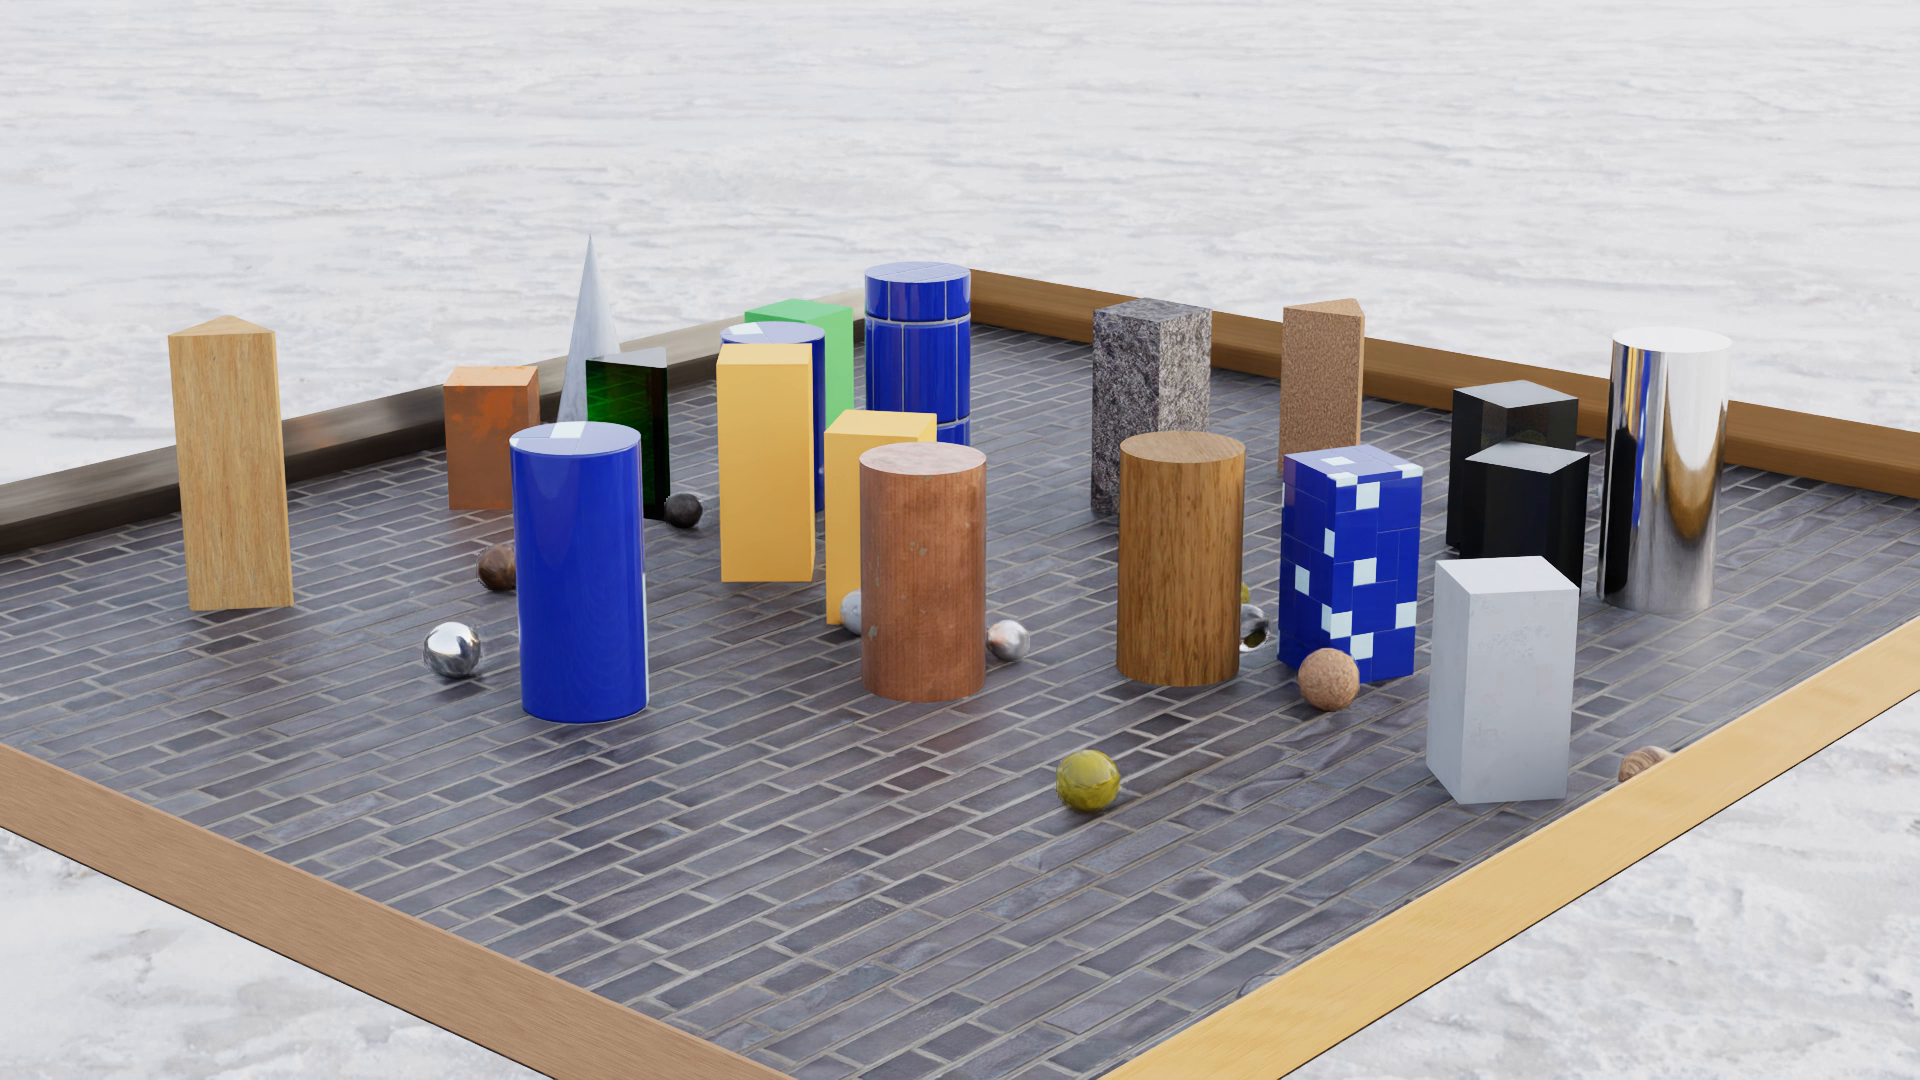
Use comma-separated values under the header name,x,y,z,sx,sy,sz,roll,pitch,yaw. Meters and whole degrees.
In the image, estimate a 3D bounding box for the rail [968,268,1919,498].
name,x,y,z,sx,sy,sz,roll,pitch,yaw
rail,1.092,-0.330,6.324,2.960,0.129,0.045,14,22,39

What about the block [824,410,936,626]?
name,x,y,z,sx,sy,sz,roll,pitch,yaw
block,-0.133,-0.036,4.994,0.159,0.336,0.159,3,17,10

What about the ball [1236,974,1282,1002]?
name,x,y,z,sx,sy,sz,roll,pitch,yaw
ball,0.365,0.554,3.482,0.077,0.077,0.077,0,17,0

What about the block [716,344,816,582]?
name,x,y,z,sx,sy,sz,roll,pitch,yaw
block,-0.344,-0.139,5.230,0.159,0.396,0.159,0,17,0

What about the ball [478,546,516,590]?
name,x,y,z,sx,sy,sz,roll,pitch,yaw
ball,-0.809,0.049,5.159,0.077,0.077,0.077,0,17,0

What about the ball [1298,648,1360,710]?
name,x,y,z,sx,sy,sz,roll,pitch,yaw
ball,0.574,0.216,4.570,0.096,0.096,0.096,0,17,0

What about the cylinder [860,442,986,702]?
name,x,y,z,sx,sy,sz,roll,pitch,yaw
cylinder,-0.058,0.049,4.650,0.199,0.371,0.199,0,17,0

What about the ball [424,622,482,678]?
name,x,y,z,sx,sy,sz,roll,pitch,yaw
ball,-0.816,0.177,4.711,0.091,0.091,0.091,0,17,0

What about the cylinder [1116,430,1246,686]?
name,x,y,z,sx,sy,sz,roll,pitch,yaw
cylinder,0.354,0.028,4.721,0.199,0.370,0.199,0,17,0

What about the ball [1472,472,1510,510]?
name,x,y,z,sx,sy,sz,roll,pitch,yaw
ball,1.024,-0.094,5.646,0.070,0.070,0.070,0,17,0

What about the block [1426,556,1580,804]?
name,x,y,z,sx,sy,sz,roll,pitch,yaw
block,0.782,0.201,4.240,0.159,0.316,0.159,-3,17,-8

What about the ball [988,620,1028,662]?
name,x,y,z,sx,sy,sz,roll,pitch,yaw
ball,0.079,0.165,4.792,0.067,0.067,0.067,0,17,0

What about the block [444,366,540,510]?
name,x,y,z,sx,sy,sz,roll,pitch,yaw
block,-0.904,-0.199,5.690,0.159,0.246,0.159,0,17,0

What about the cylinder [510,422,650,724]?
name,x,y,z,sx,sy,sz,roll,pitch,yaw
cylinder,-0.588,0.050,4.545,0.199,0.430,0.199,0,17,0

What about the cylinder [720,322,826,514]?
name,x,y,z,sx,sy,sz,roll,pitch,yaw
cylinder,-0.357,-0.231,5.629,0.199,0.342,0.199,0,17,0

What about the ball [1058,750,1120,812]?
name,x,y,z,sx,sy,sz,roll,pitch,yaw
ball,0.183,0.342,4.165,0.089,0.089,0.089,0,17,0

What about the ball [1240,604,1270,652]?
name,x,y,z,sx,sy,sz,roll,pitch,yaw
ball,0.472,0.145,4.837,0.079,0.079,0.079,0,17,0

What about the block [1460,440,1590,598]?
name,x,y,z,sx,sy,sz,roll,pitch,yaw
block,0.974,-0.020,5.072,0.159,0.259,0.159,12,20,34

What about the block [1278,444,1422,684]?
name,x,y,z,sx,sy,sz,roll,pitch,yaw
block,0.626,0.040,4.720,0.159,0.347,0.159,-8,18,-24

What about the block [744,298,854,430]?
name,x,y,z,sx,sy,sz,roll,pitch,yaw
block,-0.333,-0.342,6.103,0.159,0.282,0.159,11,20,33

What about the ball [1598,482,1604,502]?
name,x,y,z,sx,sy,sz,roll,pitch,yaw
ball,1.263,-0.091,5.638,0.069,0.069,0.069,0,17,0

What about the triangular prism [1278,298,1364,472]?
name,x,y,z,sx,sy,sz,roll,pitch,yaw
triangular prism,0.753,-0.306,5.888,0.173,0.338,0.150,10,19,29

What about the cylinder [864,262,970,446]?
name,x,y,z,sx,sy,sz,roll,pitch,yaw
cylinder,-0.080,-0.278,5.562,0.199,0.470,0.199,0,17,0

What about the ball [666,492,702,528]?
name,x,y,z,sx,sy,sz,roll,pitch,yaw
ball,-0.520,-0.055,5.520,0.069,0.069,0.069,0,17,0

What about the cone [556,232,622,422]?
name,x,y,z,sx,sy,sz,roll,pitch,yaw
cone,-0.740,-0.394,5.942,0.199,0.473,0.199,0,17,0

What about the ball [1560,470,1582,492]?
name,x,y,z,sx,sy,sz,roll,pitch,yaw
ball,1.202,-0.115,5.765,0.042,0.042,0.042,0,17,0

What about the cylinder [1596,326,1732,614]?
name,x,y,z,sx,sy,sz,roll,pitch,yaw
cylinder,1.213,-0.122,5.061,0.199,0.460,0.199,0,17,0

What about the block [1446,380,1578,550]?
name,x,y,z,sx,sy,sz,roll,pitch,yaw
block,1.007,-0.124,5.356,0.159,0.295,0.159,-8,19,-26

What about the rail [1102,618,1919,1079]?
name,x,y,z,sx,sy,sz,roll,pitch,yaw
rail,1.099,0.308,4.206,0.045,0.129,3.380,14,22,39

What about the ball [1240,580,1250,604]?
name,x,y,z,sx,sy,sz,roll,pitch,yaw
ball,0.449,0.099,4.976,0.087,0.087,0.087,0,17,0

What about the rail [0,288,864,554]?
name,x,y,z,sx,sy,sz,roll,pitch,yaw
rail,-1.099,-0.243,6.034,0.045,0.129,3.380,14,22,39

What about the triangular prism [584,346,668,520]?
name,x,y,z,sx,sy,sz,roll,pitch,yaw
triangular prism,-0.602,-0.209,5.631,0.173,0.299,0.150,7,18,22

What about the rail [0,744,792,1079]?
name,x,y,z,sx,sy,sz,roll,pitch,yaw
rail,-1.092,0.395,3.915,2.960,0.129,0.045,14,22,39

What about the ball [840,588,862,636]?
name,x,y,z,sx,sy,sz,roll,pitch,yaw
ball,-0.162,0.120,4.919,0.080,0.080,0.080,0,17,0

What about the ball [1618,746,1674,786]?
name,x,y,z,sx,sy,sz,roll,pitch,yaw
ball,0.984,0.338,4.178,0.090,0.090,0.090,0,17,0

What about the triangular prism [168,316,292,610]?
name,x,y,z,sx,sy,sz,roll,pitch,yaw
triangular prism,-1.253,-0.136,5.067,0.173,0.484,0.150,-3,17,-9

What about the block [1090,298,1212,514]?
name,x,y,z,sx,sy,sz,roll,pitch,yaw
block,0.365,-0.250,5.609,0.159,0.390,0.159,14,22,39
